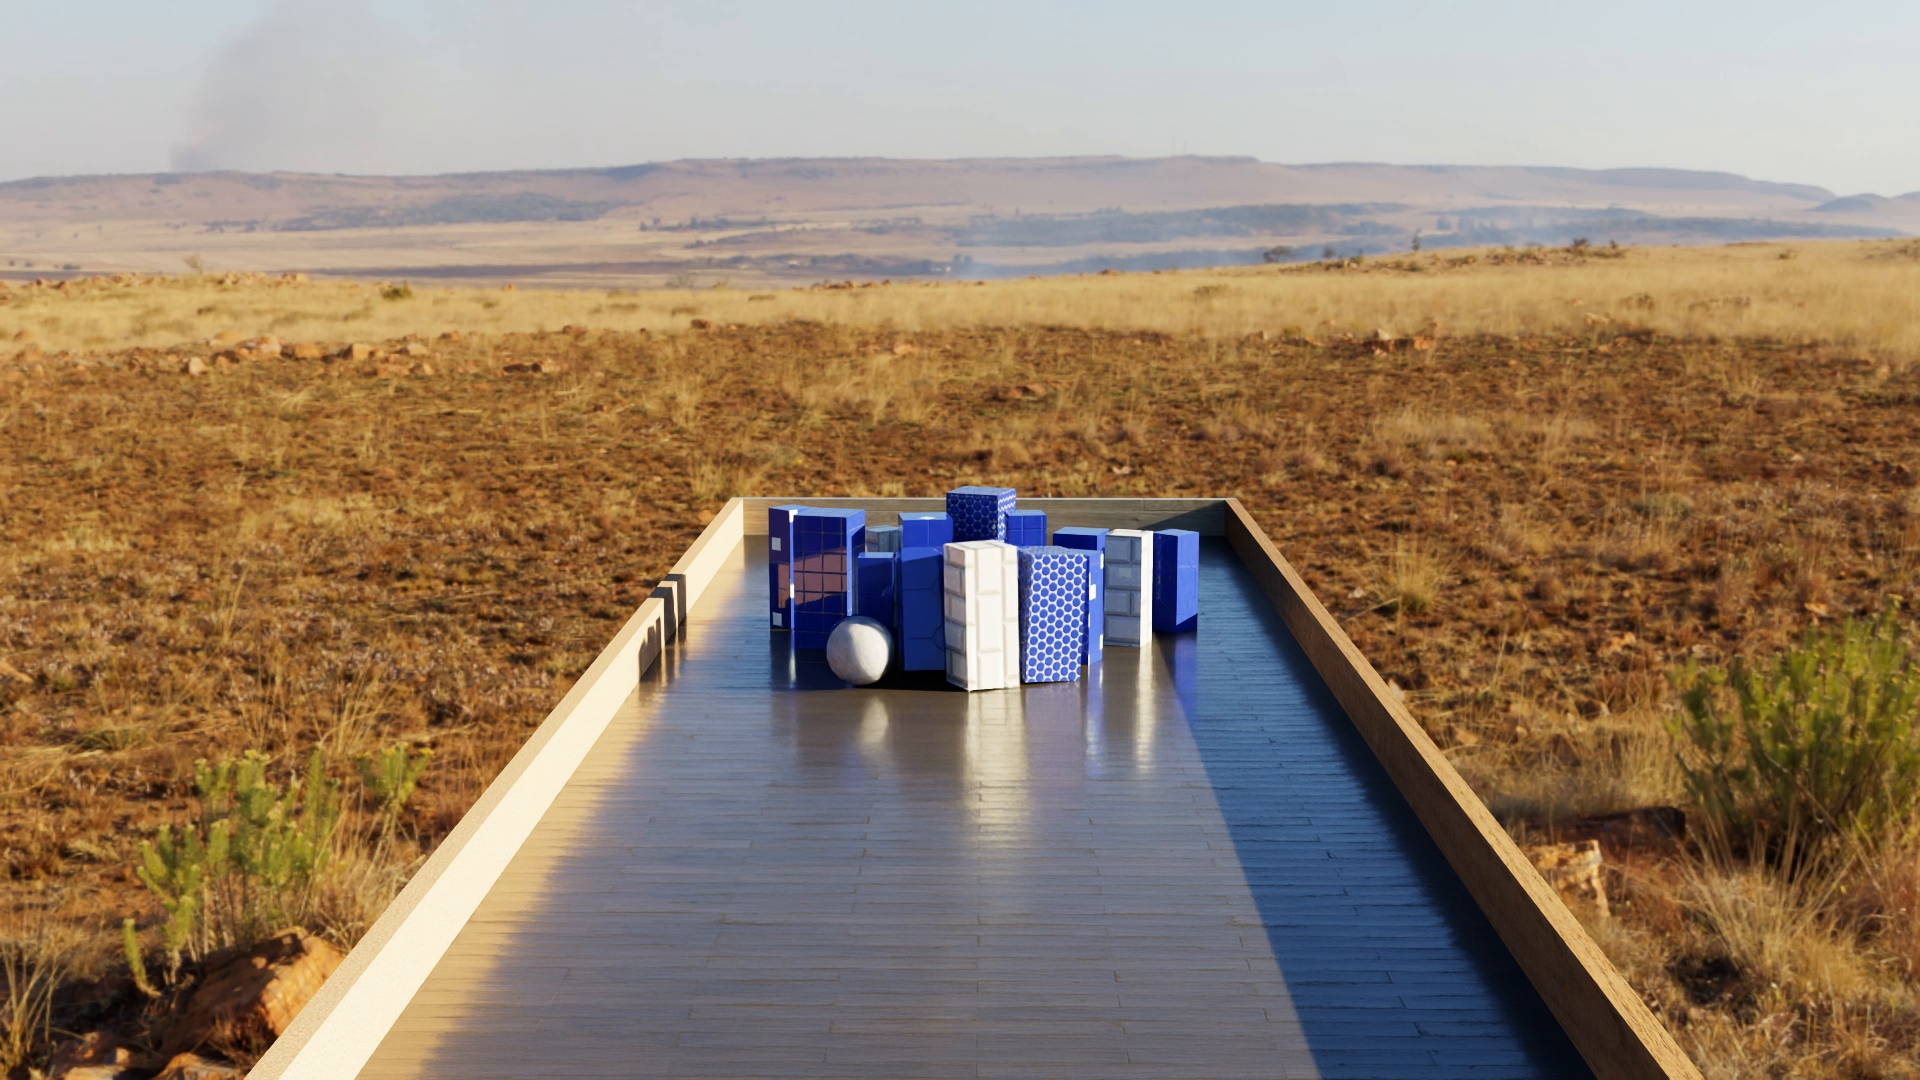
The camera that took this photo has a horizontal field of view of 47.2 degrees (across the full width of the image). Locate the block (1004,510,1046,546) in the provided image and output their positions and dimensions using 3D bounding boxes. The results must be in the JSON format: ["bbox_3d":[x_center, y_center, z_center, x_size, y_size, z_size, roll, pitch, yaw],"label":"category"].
[{"bbox_3d":[0.204,0.119,6.934,0.117,0.414,0.117,-1,9,-7],"label":"block"}]

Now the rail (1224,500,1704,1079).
[{"bbox_3d":[1.046,0.843,3.208,0.050,0.150,12.000,0,9,1],"label":"rail"}]

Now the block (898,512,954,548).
[{"bbox_3d":[-0.109,0.127,6.909,0.156,0.407,0.156,-1,9,-7],"label":"block"}]

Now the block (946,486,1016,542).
[{"bbox_3d":[0.069,0.064,7.157,0.176,0.454,0.176,3,10,20],"label":"block"}]

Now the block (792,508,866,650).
[{"bbox_3d":[-0.409,0.120,6.913,0.177,0.419,0.177,3,9,16],"label":"block"}]

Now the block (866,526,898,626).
[{"bbox_3d":[-0.253,0.121,7.227,0.113,0.319,0.113,-7,12,-38],"label":"block"}]

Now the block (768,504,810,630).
[{"bbox_3d":[-0.551,0.088,7.206,0.105,0.392,0.105,9,12,43],"label":"block"}]

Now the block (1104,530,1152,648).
[{"bbox_3d":[0.531,0.151,6.939,0.120,0.351,0.120,3,10,21],"label":"block"}]

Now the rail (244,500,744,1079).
[{"bbox_3d":[-1.004,0.839,3.234,0.050,0.150,12.000,0,9,1],"label":"rail"}]

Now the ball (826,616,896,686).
[{"bbox_3d":[-0.287,0.320,6.349,0.200,0.200,0.200,0,9,0],"label":"ball"}]

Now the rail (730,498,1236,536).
[{"bbox_3d":[0.099,-0.098,9.147,2.100,0.150,0.050,0,9,1],"label":"rail"}]

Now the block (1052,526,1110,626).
[{"bbox_3d":[0.397,0.125,7.219,0.149,0.313,0.149,3,10,19],"label":"block"}]

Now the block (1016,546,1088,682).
[{"bbox_3d":[0.243,0.214,6.442,0.176,0.371,0.176,-1,8,-25],"label":"block"}]

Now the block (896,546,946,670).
[{"bbox_3d":[-0.103,0.204,6.499,0.149,0.359,0.149,-1,-3,-8],"label":"block"}]

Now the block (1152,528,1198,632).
[{"bbox_3d":[0.699,0.132,7.164,0.109,0.317,0.109,9,12,44],"label":"block"}]

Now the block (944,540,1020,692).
[{"bbox_3d":[0.061,0.215,6.344,0.160,0.404,0.160,-5,9,-23],"label":"block"}]

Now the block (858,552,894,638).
[{"bbox_3d":[-0.255,0.205,6.688,0.103,0.322,0.103,0,9,1],"label":"block"}]

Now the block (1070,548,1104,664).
[{"bbox_3d":[0.365,0.202,6.672,0.103,0.333,0.103,4,10,26],"label":"block"}]
